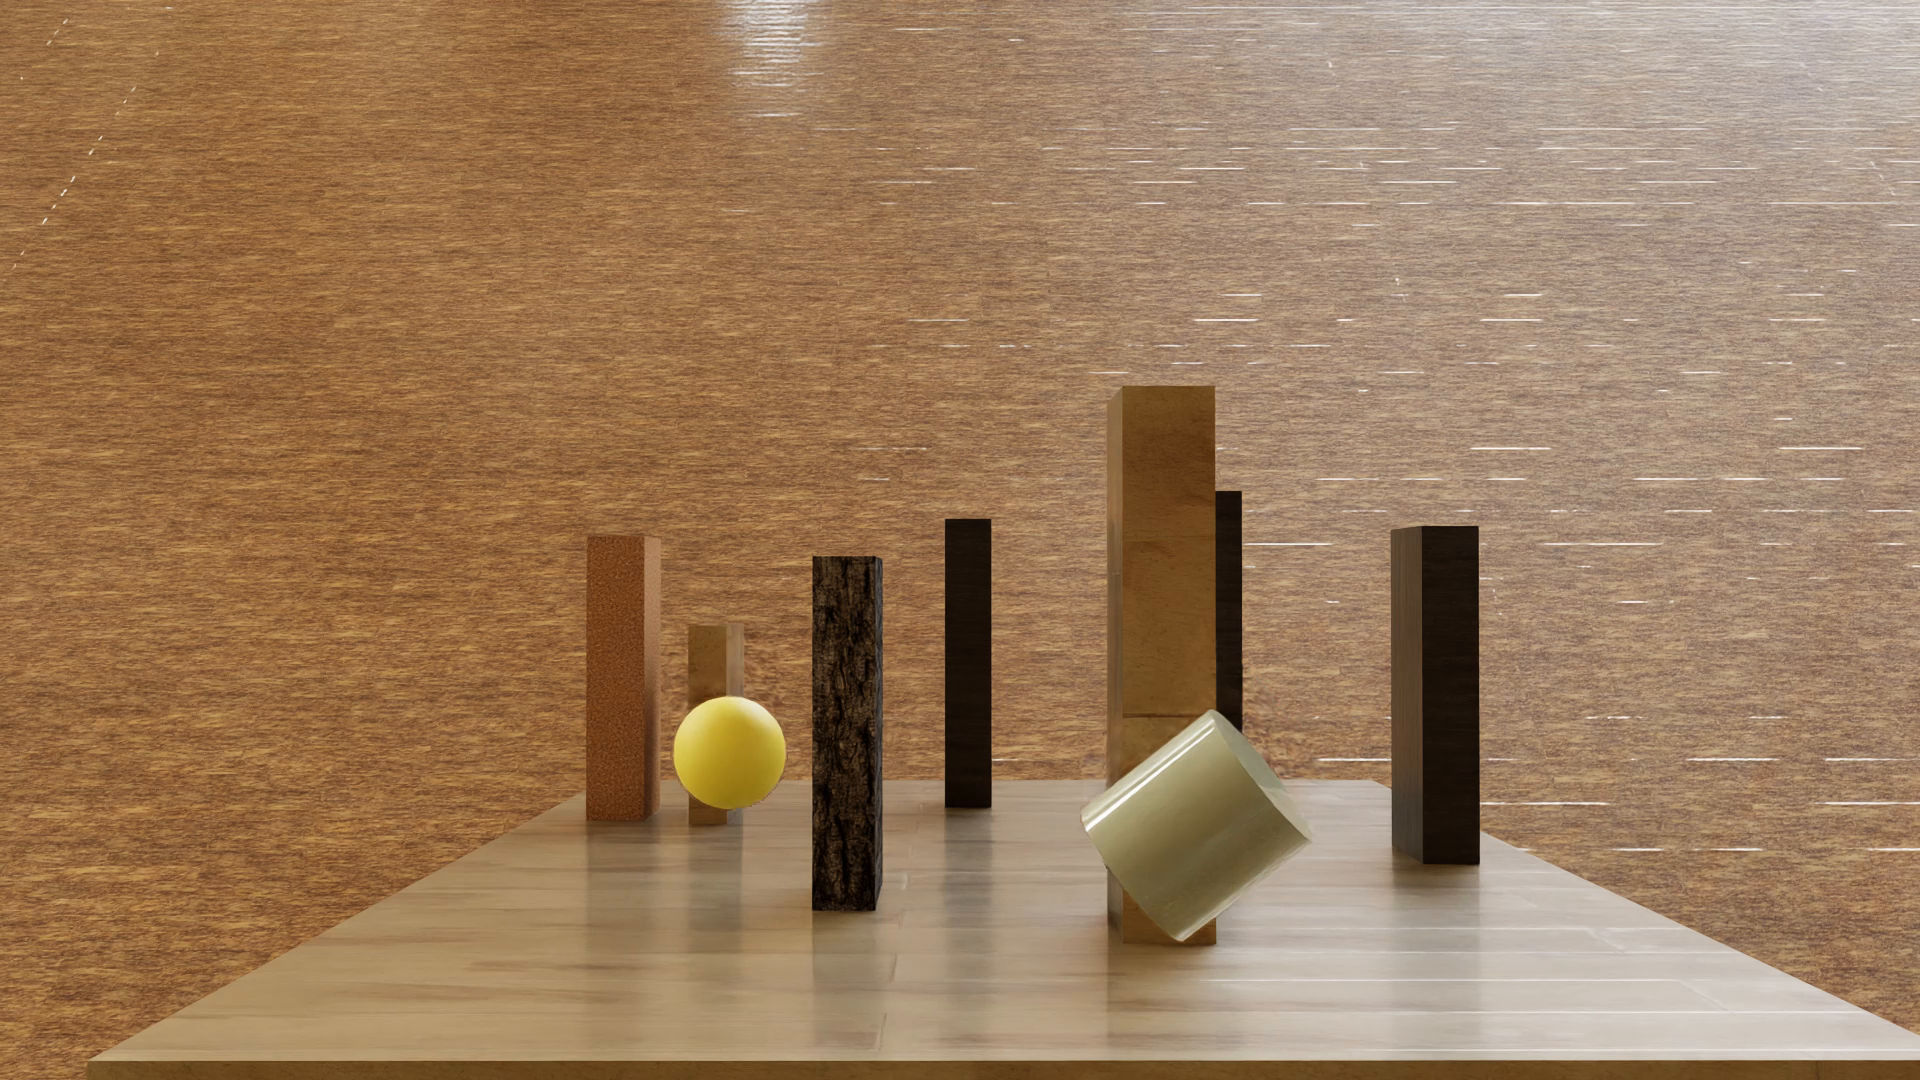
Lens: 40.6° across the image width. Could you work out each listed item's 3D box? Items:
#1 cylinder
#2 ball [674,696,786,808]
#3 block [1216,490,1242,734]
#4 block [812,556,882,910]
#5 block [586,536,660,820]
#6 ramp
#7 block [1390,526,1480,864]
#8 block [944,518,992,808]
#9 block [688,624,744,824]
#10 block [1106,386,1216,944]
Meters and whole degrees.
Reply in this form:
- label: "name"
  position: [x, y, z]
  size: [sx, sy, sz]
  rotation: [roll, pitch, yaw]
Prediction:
- label: "cylinder"
  position: [0.268, 0.321, 2.925]
  size: [0.187, 0.187, 0.187]
  rotation: [-39, 35, 9]
- label: "ball"
  position: [-0.235, 0.217, 2.644]
  size: [0.115, 0.115, 0.115]
  rotation: [0, 33, 0]
- label: "block"
  position: [0.549, 0.252, 5.669]
  size: [0.103, 0.707, 0.305]
  rotation: [0, -1, 0]
- label: "block"
  position: [-0.181, 0.304, 4.233]
  size: [0.098, 0.550, 0.399]
  rotation: [0, -1, 0]
- label: "block"
  position: [-0.743, 0.301, 5.745]
  size: [0.125, 0.612, 0.309]
  rotation: [0, -1, 0]
- label: "ramp"
  position: [0.073, 0.639, 4.751]
  size: [2.000, 0.100, 4.000]
  rotation: [0, -1, 0]
- label: "block"
  position: [0.891, 0.284, 4.877]
  size: [0.104, 0.613, 0.339]
  rotation: [0, -1, 0]
- label: "block"
  position: [0.019, 0.283, 6.059]
  size: [0.106, 0.659, 0.269]
  rotation: [0, -1, 0]
- label: "block"
  position: [-0.535, 0.396, 5.714]
  size: [0.081, 0.420, 0.416]
  rotation: [0, -1, 0]
- label: "block"
  position: [0.295, 0.179, 3.858]
  size: [0.131, 0.787, 0.394]
  rotation: [0, -1, 0]
